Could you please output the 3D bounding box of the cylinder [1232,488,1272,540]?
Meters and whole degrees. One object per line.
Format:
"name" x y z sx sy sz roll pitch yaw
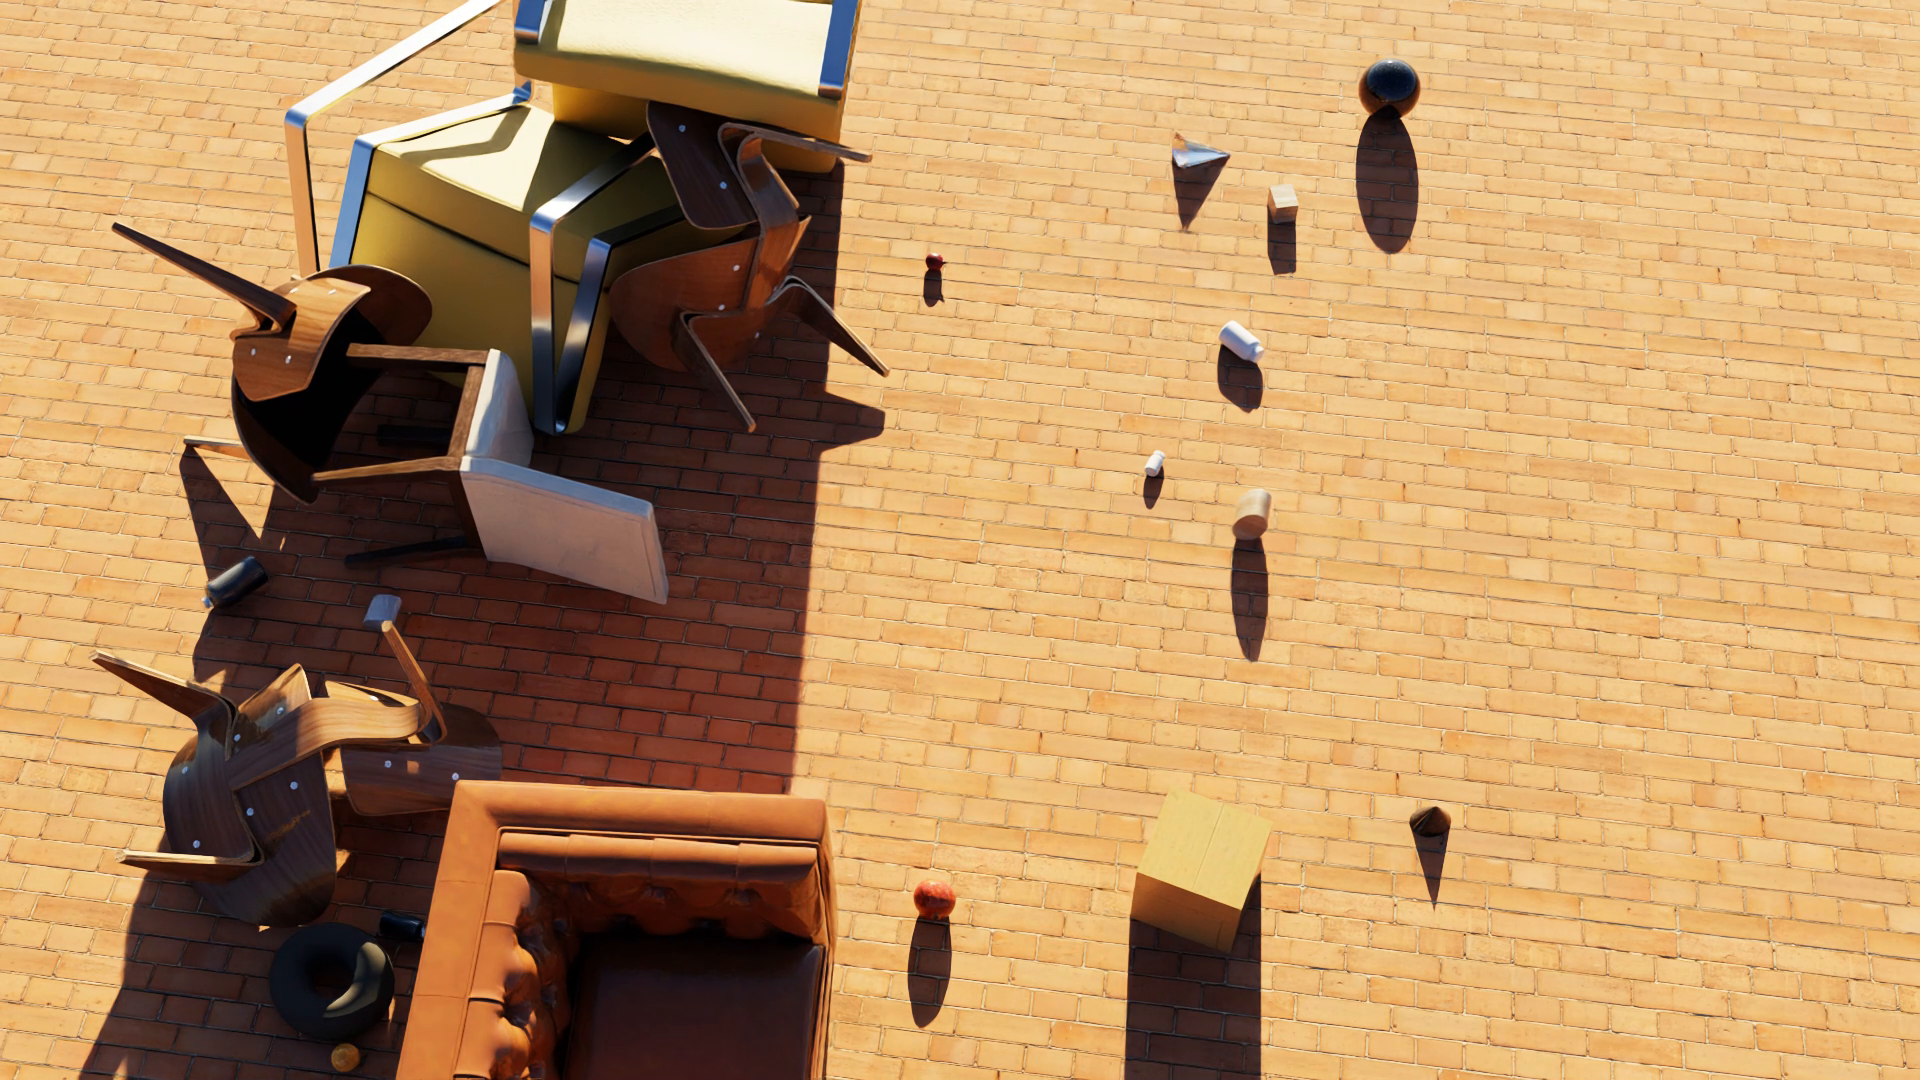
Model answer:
"cylinder" 0.870 -0.075 6.538 0.092 0.147 0.094 21 57 -8

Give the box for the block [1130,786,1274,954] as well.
"block" 0.637 0.873 5.817 0.283 0.283 0.270 19 58 12

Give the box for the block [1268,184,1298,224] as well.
"block" 1.068 -1.113 7.275 0.074 0.076 0.097 -8 56 -5

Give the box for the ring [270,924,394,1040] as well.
"ring" -1.638 1.150 5.736 0.347 0.114 0.301 33 63 21

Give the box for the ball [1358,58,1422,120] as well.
"ball" 1.460 -1.533 7.475 0.212 0.212 0.212 0 56 0

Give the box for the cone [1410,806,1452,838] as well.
"cone" 1.295 0.749 6.016 0.120 0.093 0.094 -16 58 -10

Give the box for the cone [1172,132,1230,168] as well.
"cone" 0.831 -1.308 7.422 0.191 0.092 0.174 1 38 -17
